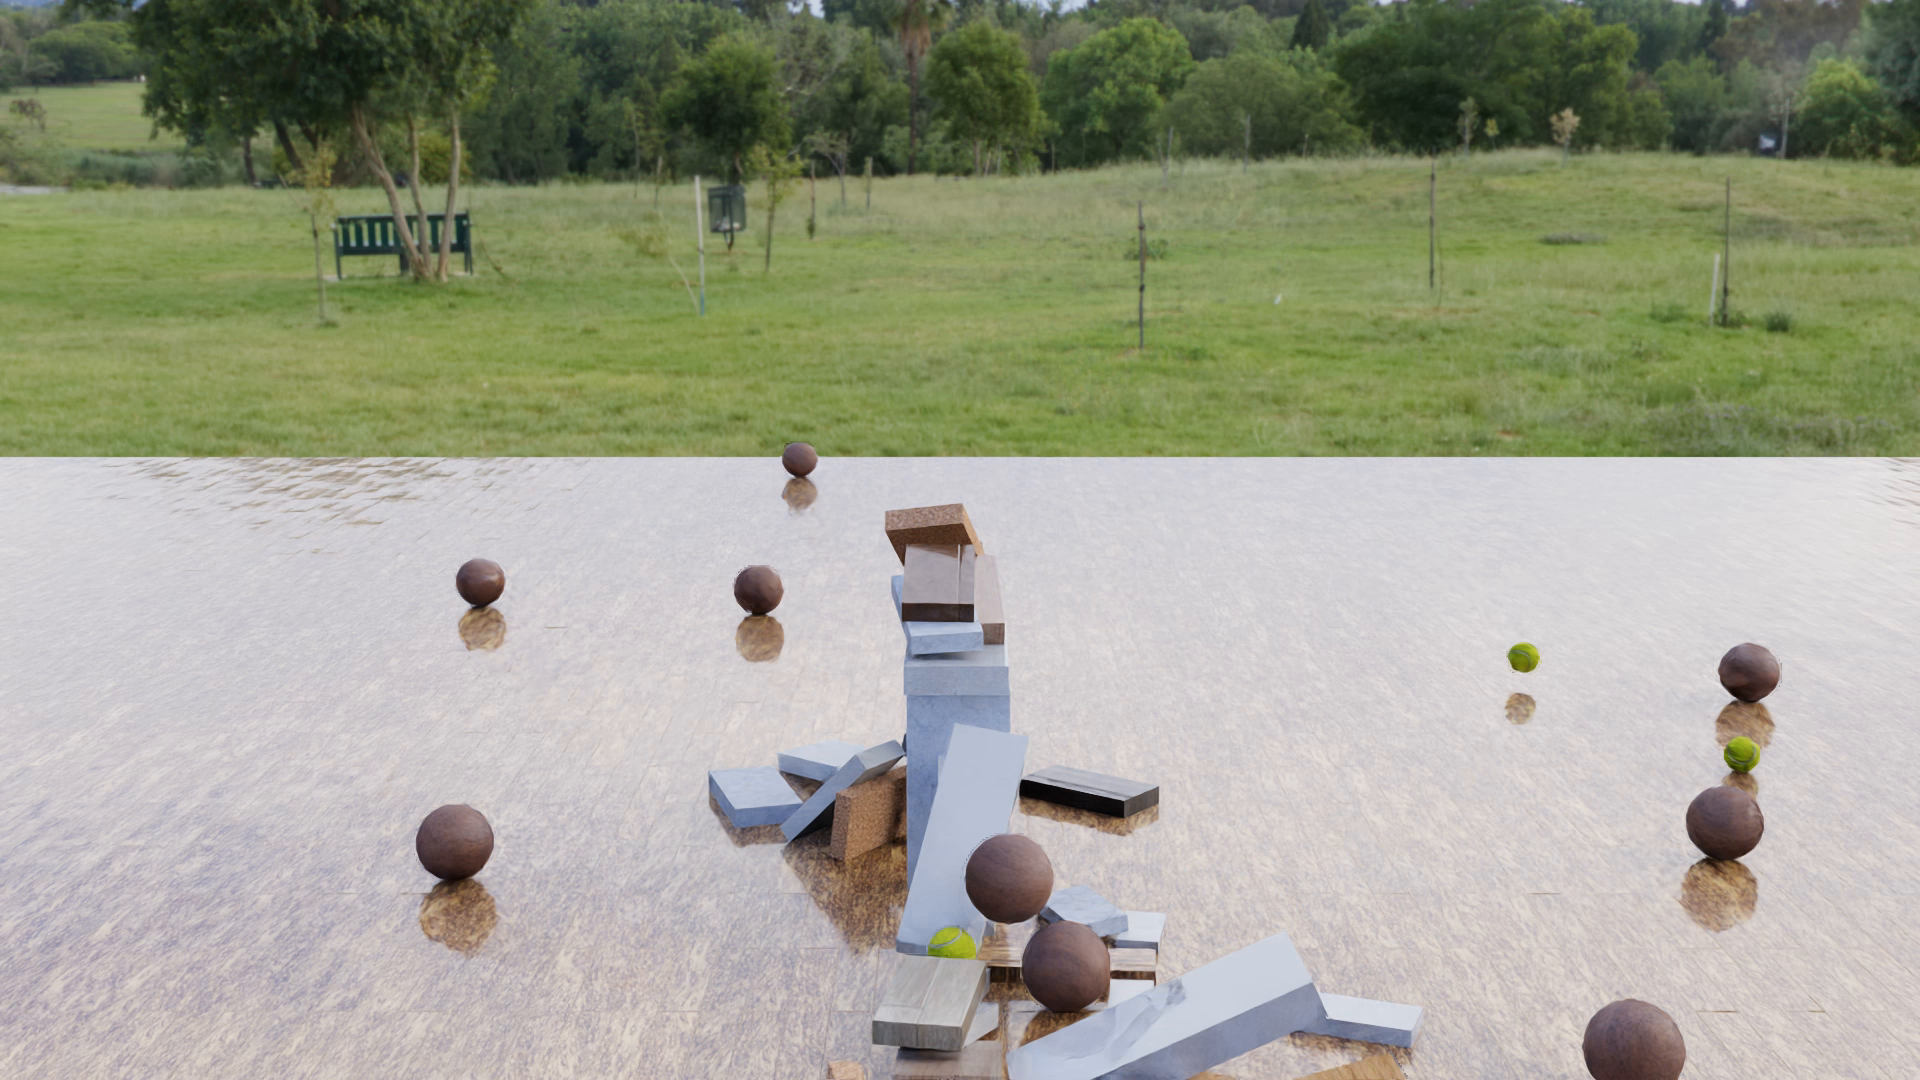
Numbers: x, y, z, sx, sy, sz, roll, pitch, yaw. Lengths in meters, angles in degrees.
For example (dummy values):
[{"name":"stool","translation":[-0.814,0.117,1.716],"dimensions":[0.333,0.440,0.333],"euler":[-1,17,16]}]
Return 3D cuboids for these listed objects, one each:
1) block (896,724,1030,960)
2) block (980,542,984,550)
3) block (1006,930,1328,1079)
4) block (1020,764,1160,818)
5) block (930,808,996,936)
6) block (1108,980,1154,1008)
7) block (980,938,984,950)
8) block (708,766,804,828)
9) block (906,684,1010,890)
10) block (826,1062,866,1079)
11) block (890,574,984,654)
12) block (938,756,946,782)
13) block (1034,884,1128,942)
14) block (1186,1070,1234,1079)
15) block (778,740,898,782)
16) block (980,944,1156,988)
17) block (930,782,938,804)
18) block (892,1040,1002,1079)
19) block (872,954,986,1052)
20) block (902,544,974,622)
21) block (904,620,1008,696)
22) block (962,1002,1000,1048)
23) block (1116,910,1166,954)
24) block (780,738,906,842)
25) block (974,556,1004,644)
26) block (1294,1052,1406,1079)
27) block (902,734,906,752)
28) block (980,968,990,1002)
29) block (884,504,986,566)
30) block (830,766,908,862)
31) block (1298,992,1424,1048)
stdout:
[{"name":"block","translation":[0.008,0.461,3.368],"dimensions":[0.120,0.034,0.401],"euler":[10,51,8]},{"name":"block","translation":[-0.014,0.059,4.272],"dimensions":[0.120,0.034,0.239],"euler":[0,-20,2]},{"name":"block","translation":[0.260,0.638,2.830],"dimensions":[0.405,0.051,0.180],"euler":[-24,11,2]},{"name":"block","translation":[0.245,0.477,4.185],"dimensions":[0.239,0.034,0.120],"euler":[8,13,37]},{"name":"block","translation":[0.005,0.522,3.473],"dimensions":[0.102,0.203,0.029],"euler":[1,9,3]},{"name":"block","translation":[0.248,0.670,3.186],"dimensions":[0.065,0.018,0.130],"euler":[1,11,5]},{"name":"block","translation":[0.004,0.571,3.416],"dimensions":[0.065,0.130,0.018],"euler":[0,7,0]},{"name":"block","translation":[-0.387,0.482,4.149],"dimensions":[0.127,0.036,0.255],"euler":[-3,11,-17]},{"name":"block","translation":[-0.003,0.413,3.681],"dimensions":[0.172,0.344,0.049],"euler":[0,10,0]},{"name":"block","translation":[-0.120,0.726,2.557],"dimensions":[0.039,0.136,0.272],"euler":[4,9,-13]},{"name":"block","translation":[-0.041,0.121,3.723],"dimensions":[0.120,0.034,0.240],"euler":[-3,24,-9]},{"name":"block","translation":[0.015,0.390,3.549],"dimensions":[0.102,0.029,0.203],"euler":[0,11,0]},{"name":"block","translation":[0.193,0.596,3.514],"dimensions":[0.090,0.025,0.180],"euler":[-10,10,-17]},{"name":"block","translation":[0.311,0.721,2.927],"dimensions":[0.098,0.014,0.049],"euler":[6,12,29]},{"name":"block","translation":[-0.241,0.434,4.300],"dimensions":[0.127,0.036,0.255],"euler":[-11,7,-31]},{"name":"block","translation":[0.162,0.642,3.319],"dimensions":[0.264,0.025,0.090],"euler":[1,11,5]},{"name":"block","translation":[0.004,0.498,3.604],"dimensions":[0.102,0.203,0.029],"euler":[-1,8,-3]},{"name":"block","translation":[-0.014,0.689,2.847],"dimensions":[0.136,0.039,0.272],"euler":[0,-4,1]},{"name":"block","translation":[-0.038,0.616,2.936],"dimensions":[0.116,0.033,0.231],"euler":[2,11,8]},{"name":"block","translation":[-0.036,0.072,3.751],"dimensions":[0.120,0.034,0.240],"euler":[1,24,0]},{"name":"block","translation":[-0.005,0.199,3.758],"dimensions":[0.172,0.049,0.344],"euler":[0,10,0]},{"name":"block","translation":[-0.029,0.663,3.024],"dimensions":[0.116,0.033,0.231],"euler":[2,-4,14]},{"name":"block","translation":[0.287,0.618,3.469],"dimensions":[0.065,0.018,0.130],"euler":[2,11,11]},{"name":"block","translation":[-0.210,0.447,3.924],"dimensions":[0.238,0.034,0.119],"euler":[-45,-17,32]},{"name":"block","translation":[0.000,0.103,3.857],"dimensions":[0.141,0.040,0.282],"euler":[0,24,-2]},{"name":"block","translation":[0.339,0.706,2.566],"dimensions":[0.359,0.180,0.051],"euler":[-6,49,-30]},{"name":"block","translation":[-0.014,0.428,4.062],"dimensions":[0.119,0.034,0.238],"euler":[4,-28,22]},{"name":"block","translation":[-0.025,0.639,3.149],"dimensions":[0.116,0.033,0.231],"euler":[2,-4,6]},{"name":"block","translation":[-0.035,0.022,4.012],"dimensions":[0.141,0.040,0.282],"euler":[-6,-28,10]},{"name":"block","translation":[-0.141,0.481,3.919],"dimensions":[0.034,0.119,0.238],"euler":[17,18,32]},{"name":"block","translation":[0.559,0.679,3.122],"dimensions":[0.180,0.025,0.090],"euler":[4,11,22]}]
